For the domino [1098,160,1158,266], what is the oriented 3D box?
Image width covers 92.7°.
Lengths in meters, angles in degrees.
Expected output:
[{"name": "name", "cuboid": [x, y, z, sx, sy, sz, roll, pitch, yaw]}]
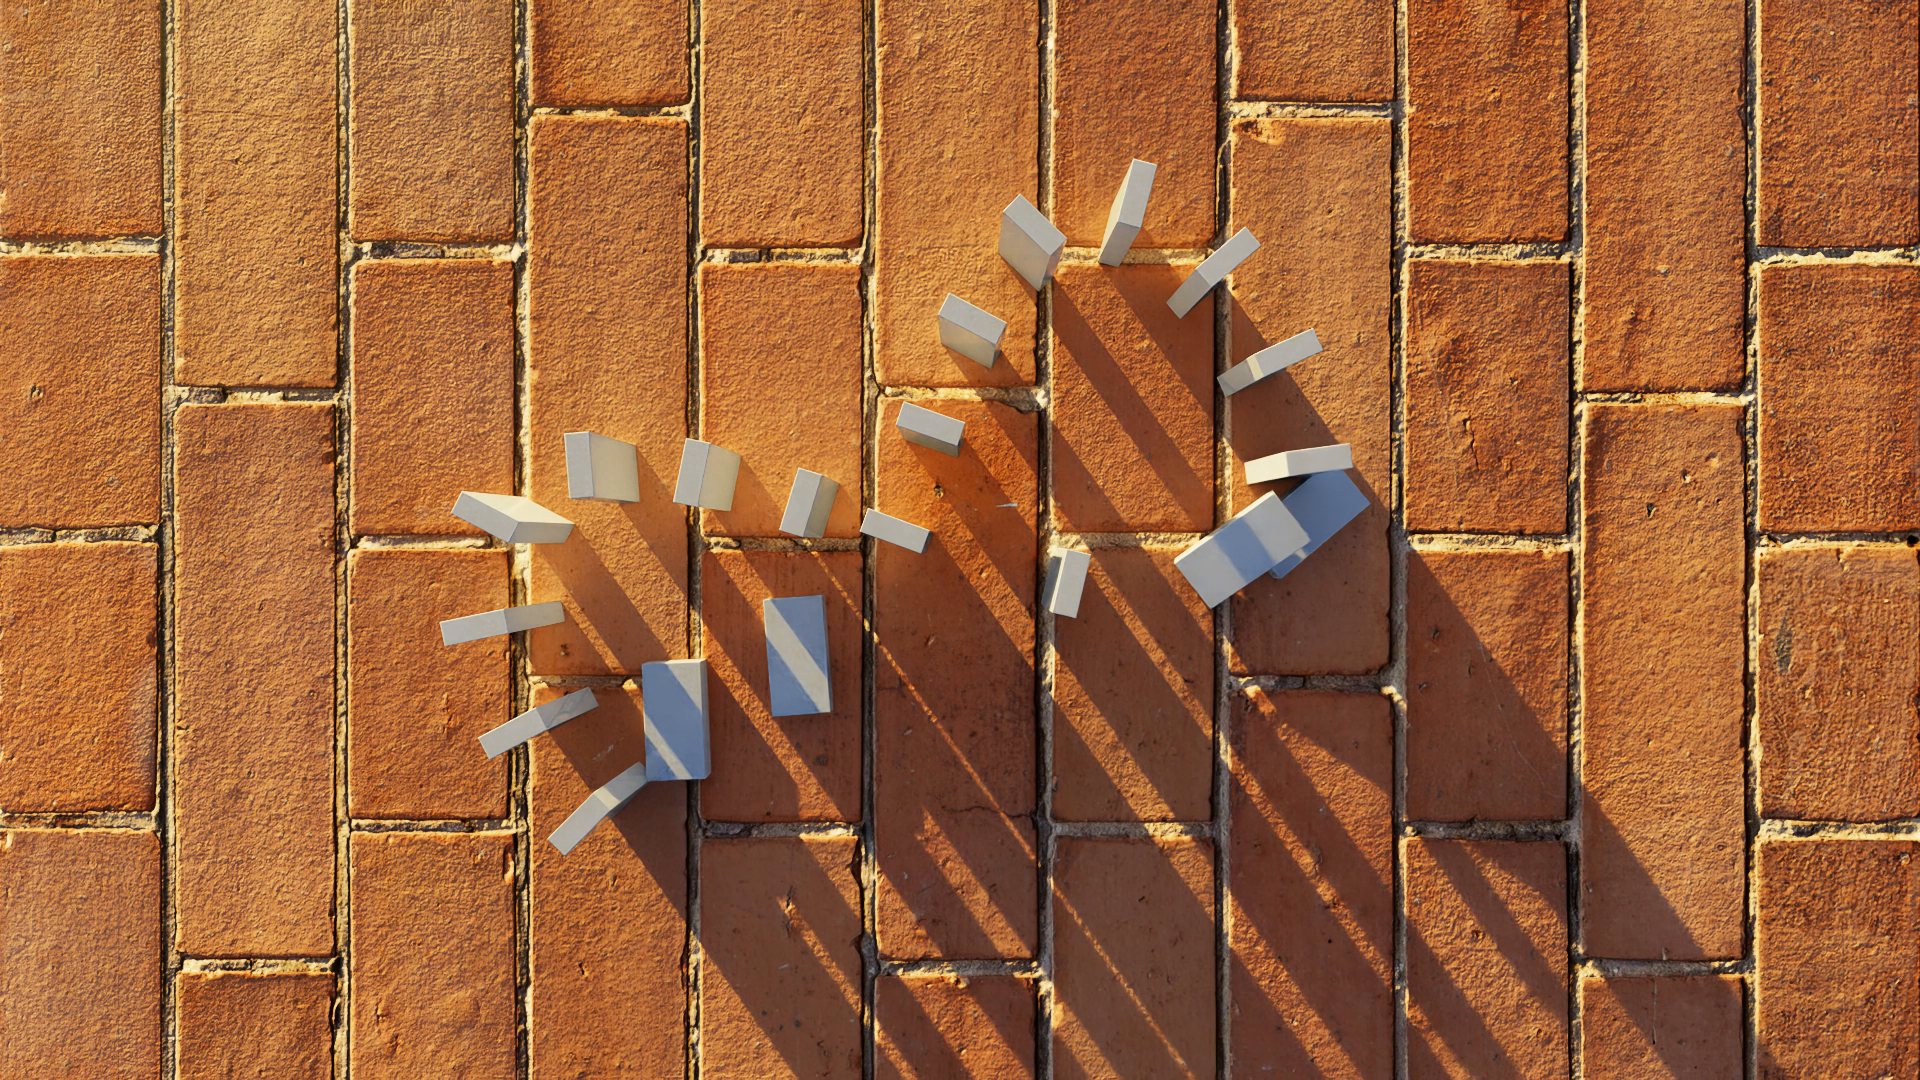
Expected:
[{"name": "domino", "cuboid": [0.068, -0.132, 0.375, 0.009, 0.050, 0.025, 15, 90, 0]}]

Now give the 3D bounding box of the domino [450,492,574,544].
[{"name": "domino", "cuboid": [-0.181, -0.009, 0.375, 0.025, 0.050, 0.010, 27, 90, 0]}]

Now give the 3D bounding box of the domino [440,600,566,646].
[{"name": "domino", "cuboid": [-0.186, 0.033, 0.375, 0.025, 0.050, 0.009, -12, 90, 0]}]

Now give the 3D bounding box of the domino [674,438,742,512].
[{"name": "domino", "cuboid": [-0.102, -0.026, 0.375, 0.010, 0.050, 0.025, 11, 90, 0]}]

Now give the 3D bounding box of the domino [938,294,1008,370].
[{"name": "domino", "cuboid": [0.005, -0.085, 0.375, 0.025, 0.050, 0.009, 28, 90, 0]}]

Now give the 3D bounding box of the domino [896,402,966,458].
[{"name": "domino", "cuboid": [-0.011, -0.044, 0.375, 0.025, 0.050, 0.009, 19, 90, 0]}]

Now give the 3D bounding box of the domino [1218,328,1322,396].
[{"name": "domino", "cuboid": [0.125, -0.072, 0.375, 0.025, 0.050, 0.010, -24, 90, 0]}]

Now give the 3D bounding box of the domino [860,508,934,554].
[{"name": "domino", "cuboid": [-0.025, -0.003, 0.375, 0.025, 0.050, 0.009, 20, 90, 0]}]

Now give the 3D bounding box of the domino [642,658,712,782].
[{"name": "domino", "cuboid": [-0.122, 0.077, 0.395, 0.025, 0.009, 0.050, -2, 90, 0]}]

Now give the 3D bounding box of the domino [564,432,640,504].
[{"name": "domino", "cuboid": [-0.145, -0.029, 0.375, 0.010, 0.050, 0.025, -5, 90, 0]}]

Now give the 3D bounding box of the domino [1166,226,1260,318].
[{"name": "domino", "cuboid": [0.103, -0.108, 0.375, 0.025, 0.050, 0.009, -40, 90, 0]}]

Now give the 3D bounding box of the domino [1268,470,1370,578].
[{"name": "domino", "cuboid": [0.148, -0.009, 0.395, 0.050, 0.010, 0.025, -40, 90, 0]}]

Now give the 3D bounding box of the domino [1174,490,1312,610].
[{"name": "domino", "cuboid": [0.119, 0.004, 0.387, 0.050, 0.010, 0.025, -38, 91, 19]}]

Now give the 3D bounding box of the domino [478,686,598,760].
[{"name": "domino", "cuboid": [-0.171, 0.074, 0.375, 0.025, 0.050, 0.009, -28, 90, 0]}]

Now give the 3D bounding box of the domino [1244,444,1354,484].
[{"name": "domino", "cuboid": [0.137, -0.031, 0.375, 0.025, 0.050, 0.010, -8, 90, 0]}]

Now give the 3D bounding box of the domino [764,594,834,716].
[{"name": "domino", "cuboid": [-0.070, 0.049, 0.395, 0.025, 0.009, 0.050, -4, 90, 0]}]

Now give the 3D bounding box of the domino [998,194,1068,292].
[{"name": "domino", "cuboid": [0.029, -0.120, 0.375, 0.025, 0.050, 0.009, 44, 90, 0]}]

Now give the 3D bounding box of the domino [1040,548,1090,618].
[{"name": "domino", "cuboid": [0.043, 0.017, 0.375, 0.010, 0.050, 0.025, 13, 90, 0]}]

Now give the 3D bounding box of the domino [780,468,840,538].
[{"name": "domino", "cuboid": [-0.061, -0.014, 0.375, 0.010, 0.050, 0.025, 17, 90, 0]}]

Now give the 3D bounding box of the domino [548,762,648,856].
[{"name": "domino", "cuboid": [-0.146, 0.109, 0.375, 0.009, 0.050, 0.025, 45, 90, 0]}]
